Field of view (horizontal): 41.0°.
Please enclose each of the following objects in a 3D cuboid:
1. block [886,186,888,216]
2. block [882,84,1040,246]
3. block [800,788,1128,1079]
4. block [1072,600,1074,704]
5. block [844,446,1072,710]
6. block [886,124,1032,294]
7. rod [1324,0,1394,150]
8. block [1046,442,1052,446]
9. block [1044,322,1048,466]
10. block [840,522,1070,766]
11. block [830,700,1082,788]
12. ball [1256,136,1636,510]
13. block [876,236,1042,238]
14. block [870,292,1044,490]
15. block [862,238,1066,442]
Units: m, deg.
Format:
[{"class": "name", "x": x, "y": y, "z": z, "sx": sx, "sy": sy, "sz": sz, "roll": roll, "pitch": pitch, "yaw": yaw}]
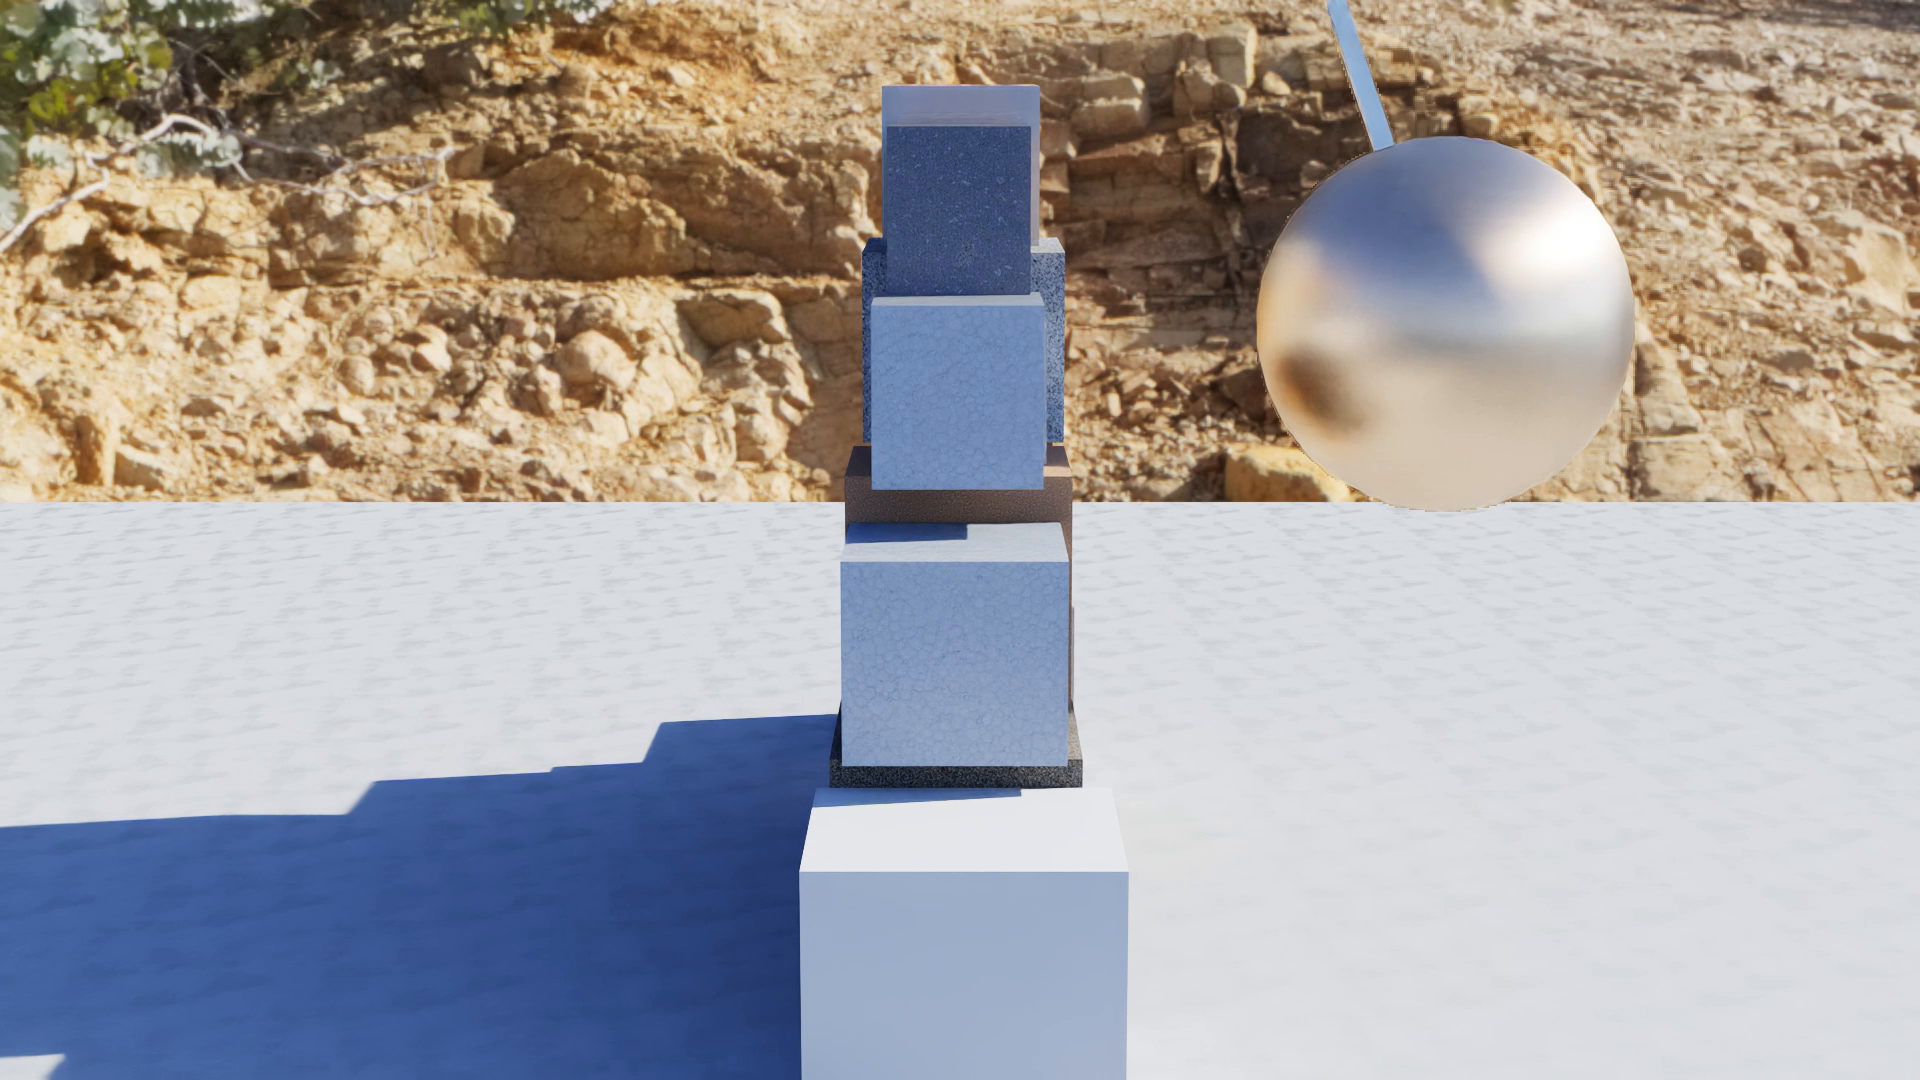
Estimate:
[{"class": "block", "x": -0.013, "y": -1.462, "z": 10.827, "sx": 0.576, "sy": 0.476, "sz": 0.528, "roll": 0, "pitch": 10, "yaw": 0}, {"class": "block", "x": 0.003, "y": -1.687, "z": 11.472, "sx": 0.679, "sy": 0.684, "sz": 0.818, "roll": 0, "pitch": 11, "yaw": 0}, {"class": "block", "x": 0.014, "y": 1.452, "z": 9.004, "sx": 1.083, "sy": 0.921, "sz": 1.003, "roll": 0, "pitch": 10, "yaw": 0}, {"class": "block", "x": 0.014, "y": 0.714, "z": 12.861, "sx": 1.067, "sy": 0.993, "sz": 1.050, "roll": 0, "pitch": 10, "yaw": 0}, {"class": "block", "x": -0.005, "y": 0.139, "z": 10.458, "sx": 0.885, "sy": 0.935, "sz": 0.851, "roll": 0, "pitch": 10, "yaw": 0}, {"class": "block", "x": -0.004, "y": -1.329, "z": 10.250, "sx": 0.556, "sy": 0.647, "sz": 0.652, "roll": 0, "pitch": 10, "yaw": 0}, {"class": "rod", "x": 0.899, "y": -4.065, "z": 10.441, "sx": 0.080, "sy": 5.200, "sz": 0.080, "roll": -20, "pitch": 10, "yaw": 4}, {"class": "block", "x": 0.013, "y": -0.128, "z": 12.011, "sx": 0.809, "sy": 0.970, "sz": 0.838, "roll": 0, "pitch": 11, "yaw": 0}, {"class": "block", "x": 0.000, "y": -0.626, "z": 10.530, "sx": 0.689, "sy": 0.547, "sz": 0.662, "roll": 0, "pitch": 10, "yaw": 0}, {"class": "block", "x": -0.019, "y": 0.377, "z": 9.644, "sx": 0.819, "sy": 0.756, "sz": 0.810, "roll": 0, "pitch": 10, "yaw": 0}, {"class": "block", "x": -0.014, "y": 1.228, "z": 9.943, "sx": 0.930, "sy": 1.026, "sz": 0.904, "roll": 0, "pitch": 10, "yaw": 0}, {"class": "ball", "x": 2.074, "y": -0.926, "z": 11.012, "sx": 1.600, "sy": 1.600, "sz": 1.600, "roll": 0, "pitch": 10, "yaw": 0}, {"class": "block", "x": -0.003, "y": -1.031, "z": 12.124, "sx": 0.800, "sy": 0.766, "sz": 0.745, "roll": 0, "pitch": 11, "yaw": 0}, {"class": "block", "x": -0.009, "y": -0.584, "z": 9.879, "sx": 0.645, "sy": 0.691, "sz": 0.624, "roll": 0, "pitch": 10, "yaw": 0}, {"class": "block", "x": 0.015, "y": -0.895, "z": 11.290, "sx": 0.853, "sy": 0.805, "sz": 0.925, "roll": 0, "pitch": 11, "yaw": 0}]
